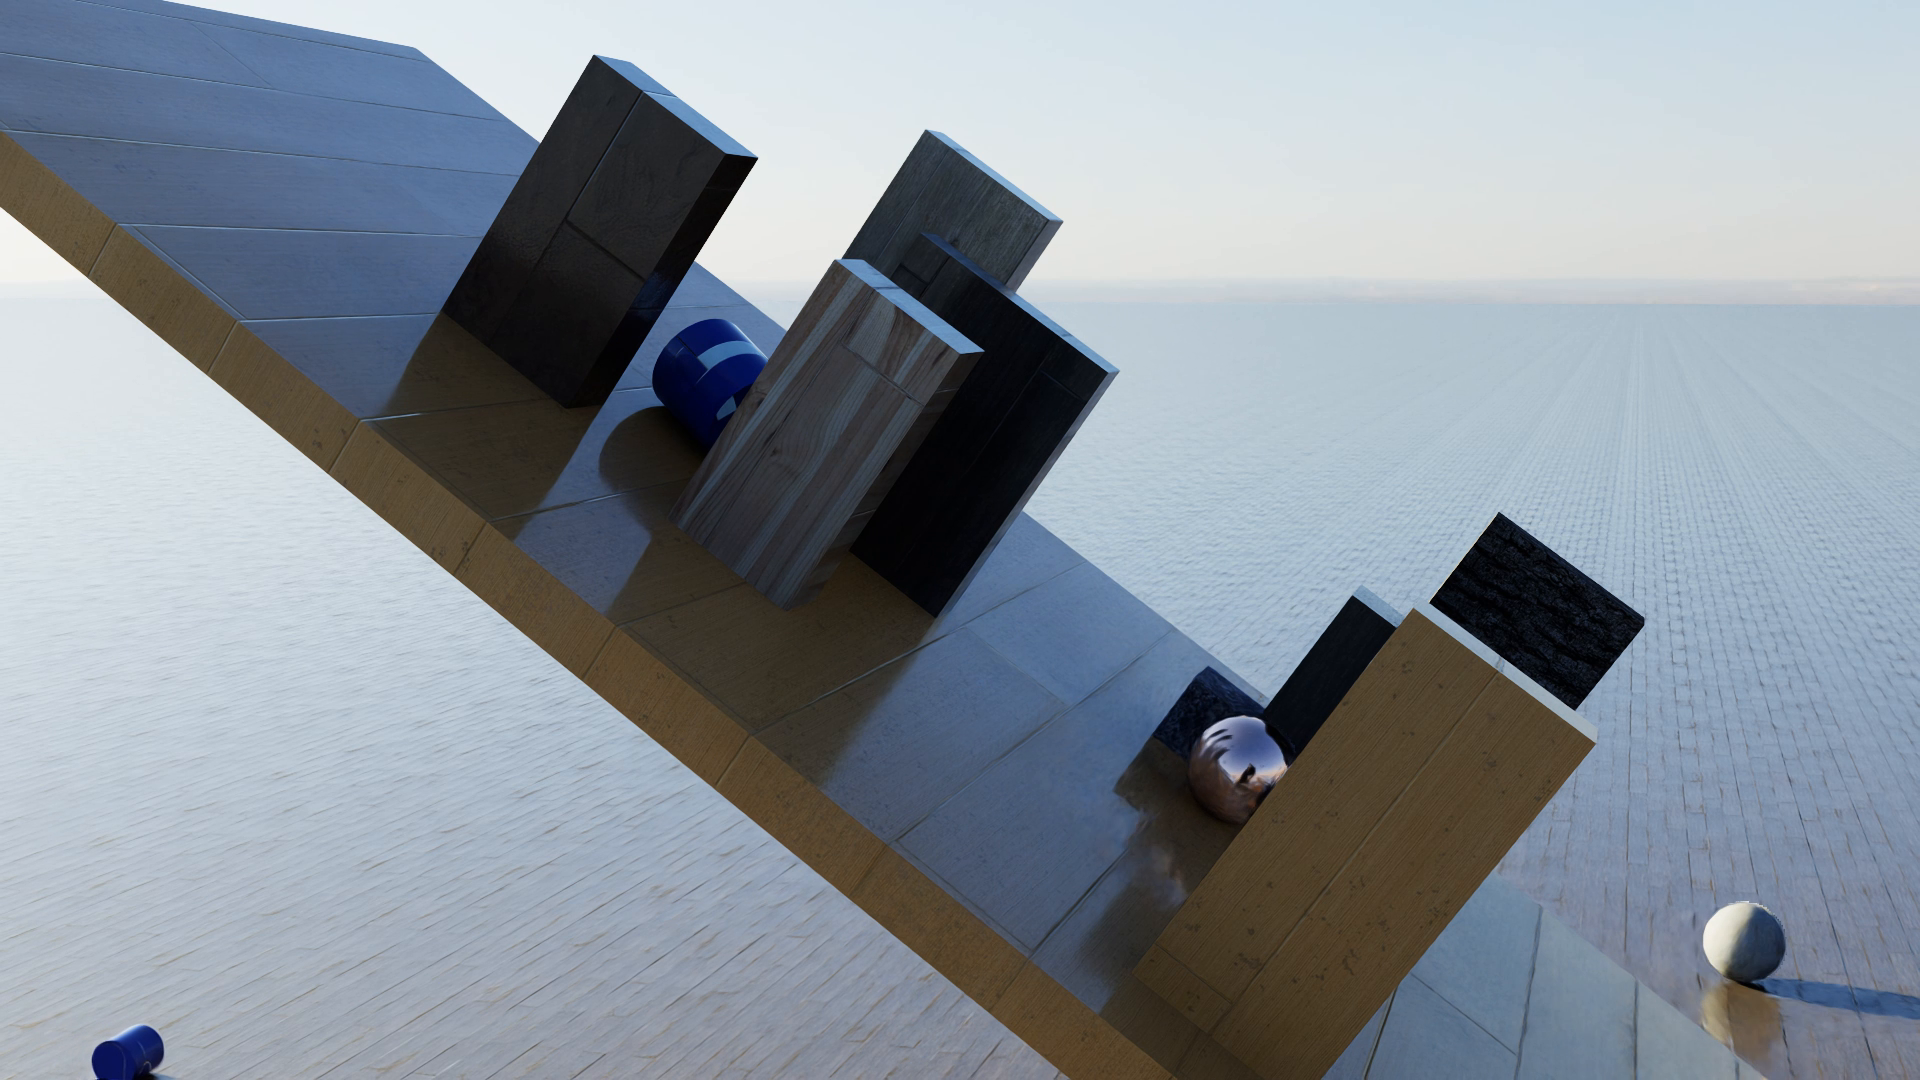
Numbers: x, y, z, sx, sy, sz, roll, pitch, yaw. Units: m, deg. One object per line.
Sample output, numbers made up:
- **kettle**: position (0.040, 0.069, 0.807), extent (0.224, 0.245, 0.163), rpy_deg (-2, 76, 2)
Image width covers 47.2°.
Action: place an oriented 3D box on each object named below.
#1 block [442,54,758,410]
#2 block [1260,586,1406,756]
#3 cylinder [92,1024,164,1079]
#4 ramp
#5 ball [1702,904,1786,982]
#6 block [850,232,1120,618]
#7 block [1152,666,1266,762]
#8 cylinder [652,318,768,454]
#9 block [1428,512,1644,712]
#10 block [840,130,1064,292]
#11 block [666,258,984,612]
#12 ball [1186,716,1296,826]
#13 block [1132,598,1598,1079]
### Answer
- **block**: position (-0.628, -0.531, 3.821), extent (0.293, 0.528, 0.145), rpy_deg (38, 16, 10)
- **block**: position (0.744, 0.373, 4.118), extent (0.336, 0.454, 0.143), rpy_deg (38, 16, 10)
- **cylinder**: position (-1.912, 1.186, 5.056), extent (0.113, 0.113, 0.113), rpy_deg (2, 7, 13)
- **ramp**: position (-0.086, 0.157, 4.080), extent (4.000, 0.100, 2.000), rpy_deg (38, 16, 10)
- **ball**: position (2.054, 1.056, 5.762), extent (0.203, 0.203, 0.203), rpy_deg (0, 7, 0)
- **block**: position (-0.044, -0.209, 4.024), extent (0.427, 0.554, 0.092), rpy_deg (38, 16, 10)
- **block**: position (0.479, 0.350, 4.226), extent (0.141, 0.141, 0.141), rpy_deg (38, 16, 10)
- **cylinder**: position (-0.432, -0.271, 4.070), extent (0.201, 0.201, 0.201), rpy_deg (-6, 41, -42)
- **block**: position (1.098, 0.311, 4.680), extent (0.372, 0.643, 0.108), rpy_deg (38, 16, 10)
- **block**: position (-0.109, -0.472, 4.490), extent (0.314, 0.652, 0.114), rpy_deg (38, 16, 10)
- **block**: position (-0.223, -0.173, 3.612), extent (0.257, 0.519, 0.134), rpy_deg (38, 16, 10)
- **ball**: position (0.511, 0.418, 3.978), extent (0.199, 0.199, 0.199), rpy_deg (0, 7, 0)
- **block**: position (0.567, 0.444, 3.120), extent (0.301, 0.676, 0.105), rpy_deg (38, 16, 10)
